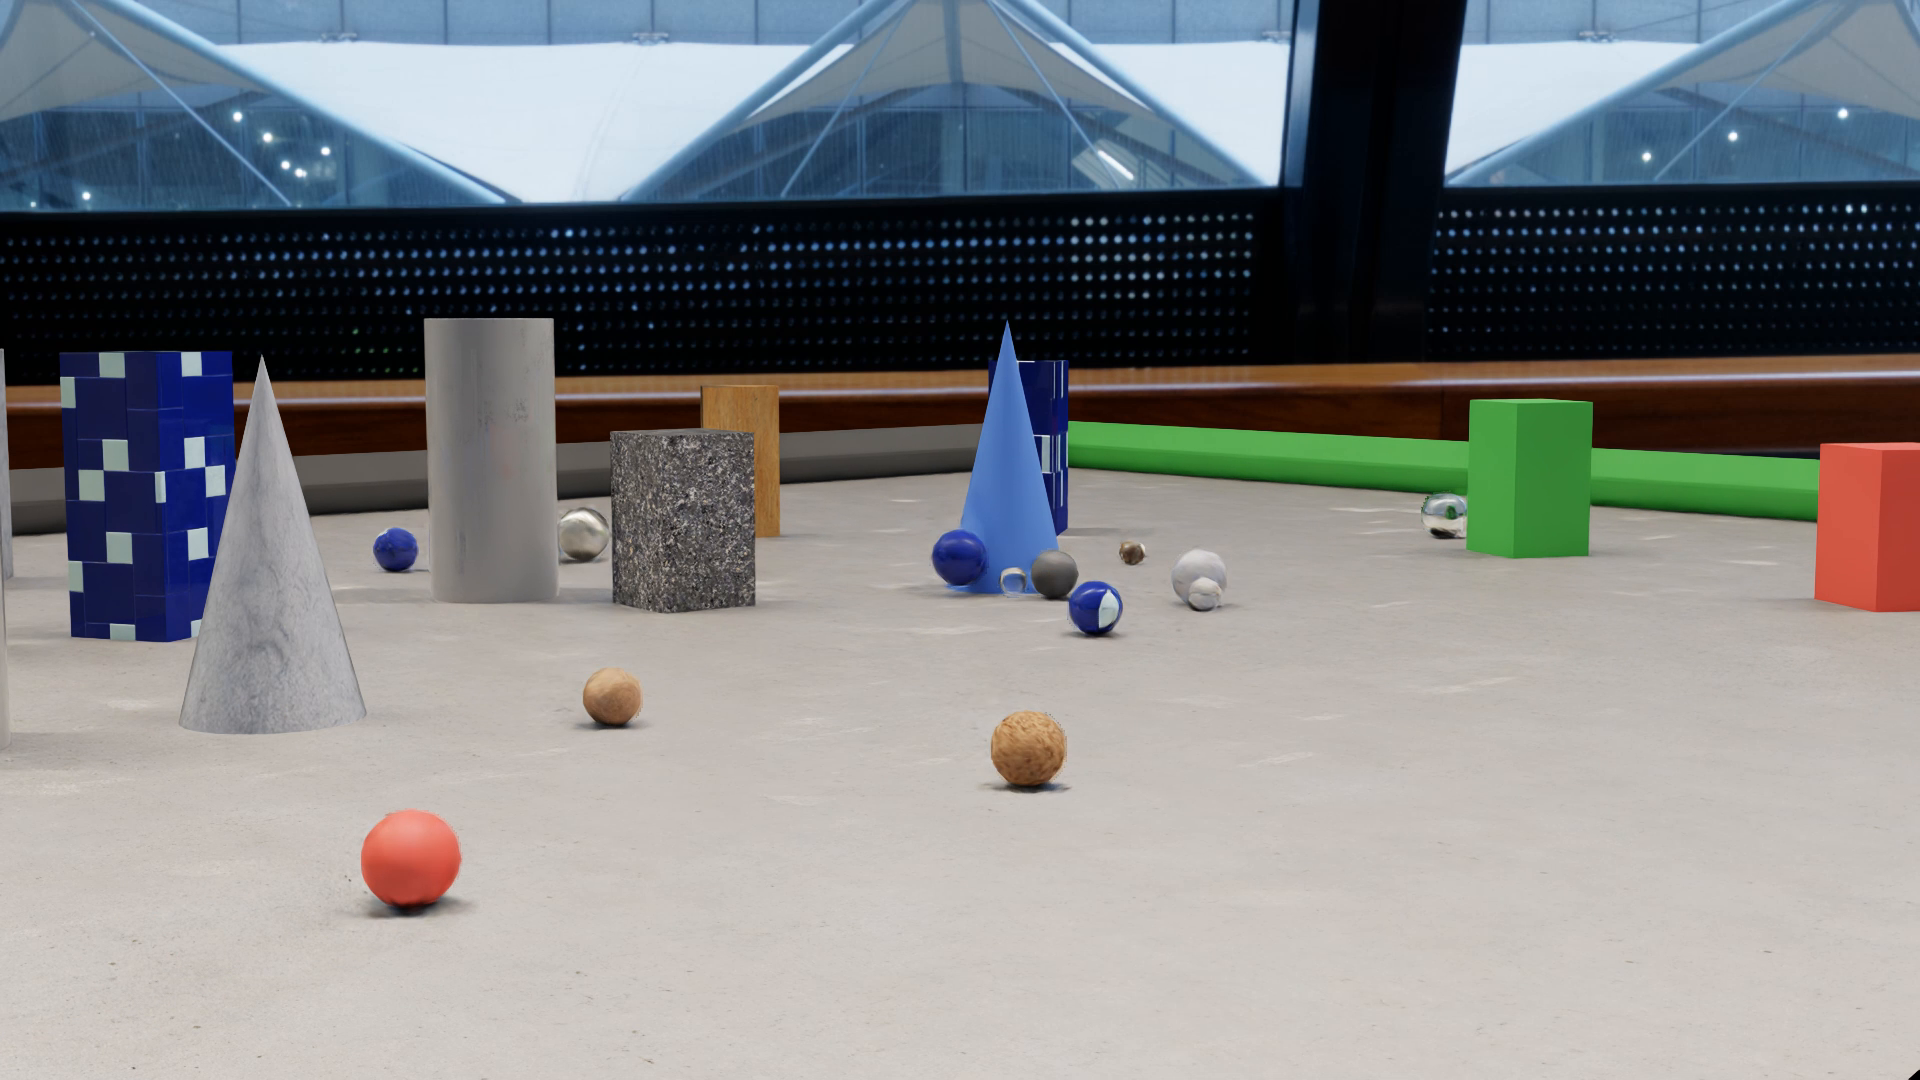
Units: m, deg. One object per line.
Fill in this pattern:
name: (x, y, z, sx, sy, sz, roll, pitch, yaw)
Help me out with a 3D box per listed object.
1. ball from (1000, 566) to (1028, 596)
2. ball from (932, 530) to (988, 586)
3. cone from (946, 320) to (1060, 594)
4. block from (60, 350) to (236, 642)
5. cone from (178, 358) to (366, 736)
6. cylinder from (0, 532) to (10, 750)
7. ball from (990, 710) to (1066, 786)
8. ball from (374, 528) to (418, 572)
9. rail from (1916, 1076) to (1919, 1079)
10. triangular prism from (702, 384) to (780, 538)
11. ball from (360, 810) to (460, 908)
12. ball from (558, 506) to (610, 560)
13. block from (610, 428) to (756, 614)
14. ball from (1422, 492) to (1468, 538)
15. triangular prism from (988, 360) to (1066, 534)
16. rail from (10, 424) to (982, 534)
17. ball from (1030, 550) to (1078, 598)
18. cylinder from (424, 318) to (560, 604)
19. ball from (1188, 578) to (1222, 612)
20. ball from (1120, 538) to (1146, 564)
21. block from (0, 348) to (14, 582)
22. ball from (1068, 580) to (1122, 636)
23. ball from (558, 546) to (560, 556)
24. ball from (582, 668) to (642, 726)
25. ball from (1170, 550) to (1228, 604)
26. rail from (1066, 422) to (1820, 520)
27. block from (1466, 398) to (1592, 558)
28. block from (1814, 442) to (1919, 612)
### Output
ball: (0.082, 0.063, 3.382, 0.044, 0.044, 0.044, 0, 6, 0)
ball: (-0.001, 0.028, 3.441, 0.087, 0.087, 0.087, 0, 6, 0)
cone: (0.076, -0.139, 3.538, 0.197, 0.431, 0.197, 0, 6, 0)
block: (-1.115, -0.065, 3.036, 0.158, 0.388, 0.158, 2, 6, 19)
cone: (-0.752, -0.003, 2.391, 0.197, 0.398, 0.197, 0, 6, 0)
cylinder: (-1.072, 0.032, 2.217, 0.197, 0.365, 0.197, 0, 6, 0)
ball: (0.064, 0.196, 2.063, 0.071, 0.071, 0.071, 0, 6, 0)
ball: (-0.963, 0.017, 3.753, 0.075, 0.075, 0.075, 0, 6, 0)
rail: (1.367, 0.187, 1.858, 4.483, 0.128, 0.045, -5, 8, -42)
triangular prism: (-0.469, -0.157, 4.350, 0.171, 0.297, 0.148, -5, 8, -38)
ball: (-0.411, 0.239, 1.643, 0.073, 0.073, 0.073, 0, 6, 0)
ball: (-0.674, -0.012, 3.930, 0.095, 0.095, 0.095, 0, 6, 0)
block: (-0.420, -0.033, 3.333, 0.158, 0.262, 0.158, -4, 7, -37)
ball: (0.953, -0.049, 4.320, 0.089, 0.089, 0.089, 0, 6, 0)
triangular prism: (0.170, -0.190, 4.442, 0.171, 0.344, 0.148, 5, 8, 40)
rail: (-1.367, -0.121, 4.805, 4.483, 0.128, 0.045, -5, 8, -42)
ball: (0.146, 0.053, 3.416, 0.075, 0.075, 0.075, 0, 6, 0)
cylinder: (-0.728, -0.128, 3.424, 0.197, 0.432, 0.197, 0, 6, 0)
ball: (0.363, 0.081, 3.266, 0.050, 0.050, 0.050, 0, 6, 0)
ball: (0.303, 0.021, 3.862, 0.045, 0.045, 0.045, 0, 6, 0)
block: (-1.650, -0.118, 3.576, 0.158, 0.381, 0.158, -1, 6, -10)
ball: (0.186, 0.093, 3.025, 0.075, 0.075, 0.075, 0, 6, 0)
ball: (-0.727, 0.019, 3.862, 0.048, 0.048, 0.048, 0, 6, 0)
ball: (-0.374, 0.168, 2.365, 0.063, 0.063, 0.063, 0, 6, 0)
ball: (0.362, 0.056, 3.329, 0.085, 0.085, 0.085, 0, 6, 0)
rail: (1.630, -0.123, 4.828, 0.045, 0.128, 4.079, -5, 8, -42)
block: (1.045, -0.116, 4.041, 0.158, 0.279, 0.158, -2, 6, -18)
block: (1.416, -0.022, 3.332, 0.158, 0.240, 0.158, -1, 6, -11)
